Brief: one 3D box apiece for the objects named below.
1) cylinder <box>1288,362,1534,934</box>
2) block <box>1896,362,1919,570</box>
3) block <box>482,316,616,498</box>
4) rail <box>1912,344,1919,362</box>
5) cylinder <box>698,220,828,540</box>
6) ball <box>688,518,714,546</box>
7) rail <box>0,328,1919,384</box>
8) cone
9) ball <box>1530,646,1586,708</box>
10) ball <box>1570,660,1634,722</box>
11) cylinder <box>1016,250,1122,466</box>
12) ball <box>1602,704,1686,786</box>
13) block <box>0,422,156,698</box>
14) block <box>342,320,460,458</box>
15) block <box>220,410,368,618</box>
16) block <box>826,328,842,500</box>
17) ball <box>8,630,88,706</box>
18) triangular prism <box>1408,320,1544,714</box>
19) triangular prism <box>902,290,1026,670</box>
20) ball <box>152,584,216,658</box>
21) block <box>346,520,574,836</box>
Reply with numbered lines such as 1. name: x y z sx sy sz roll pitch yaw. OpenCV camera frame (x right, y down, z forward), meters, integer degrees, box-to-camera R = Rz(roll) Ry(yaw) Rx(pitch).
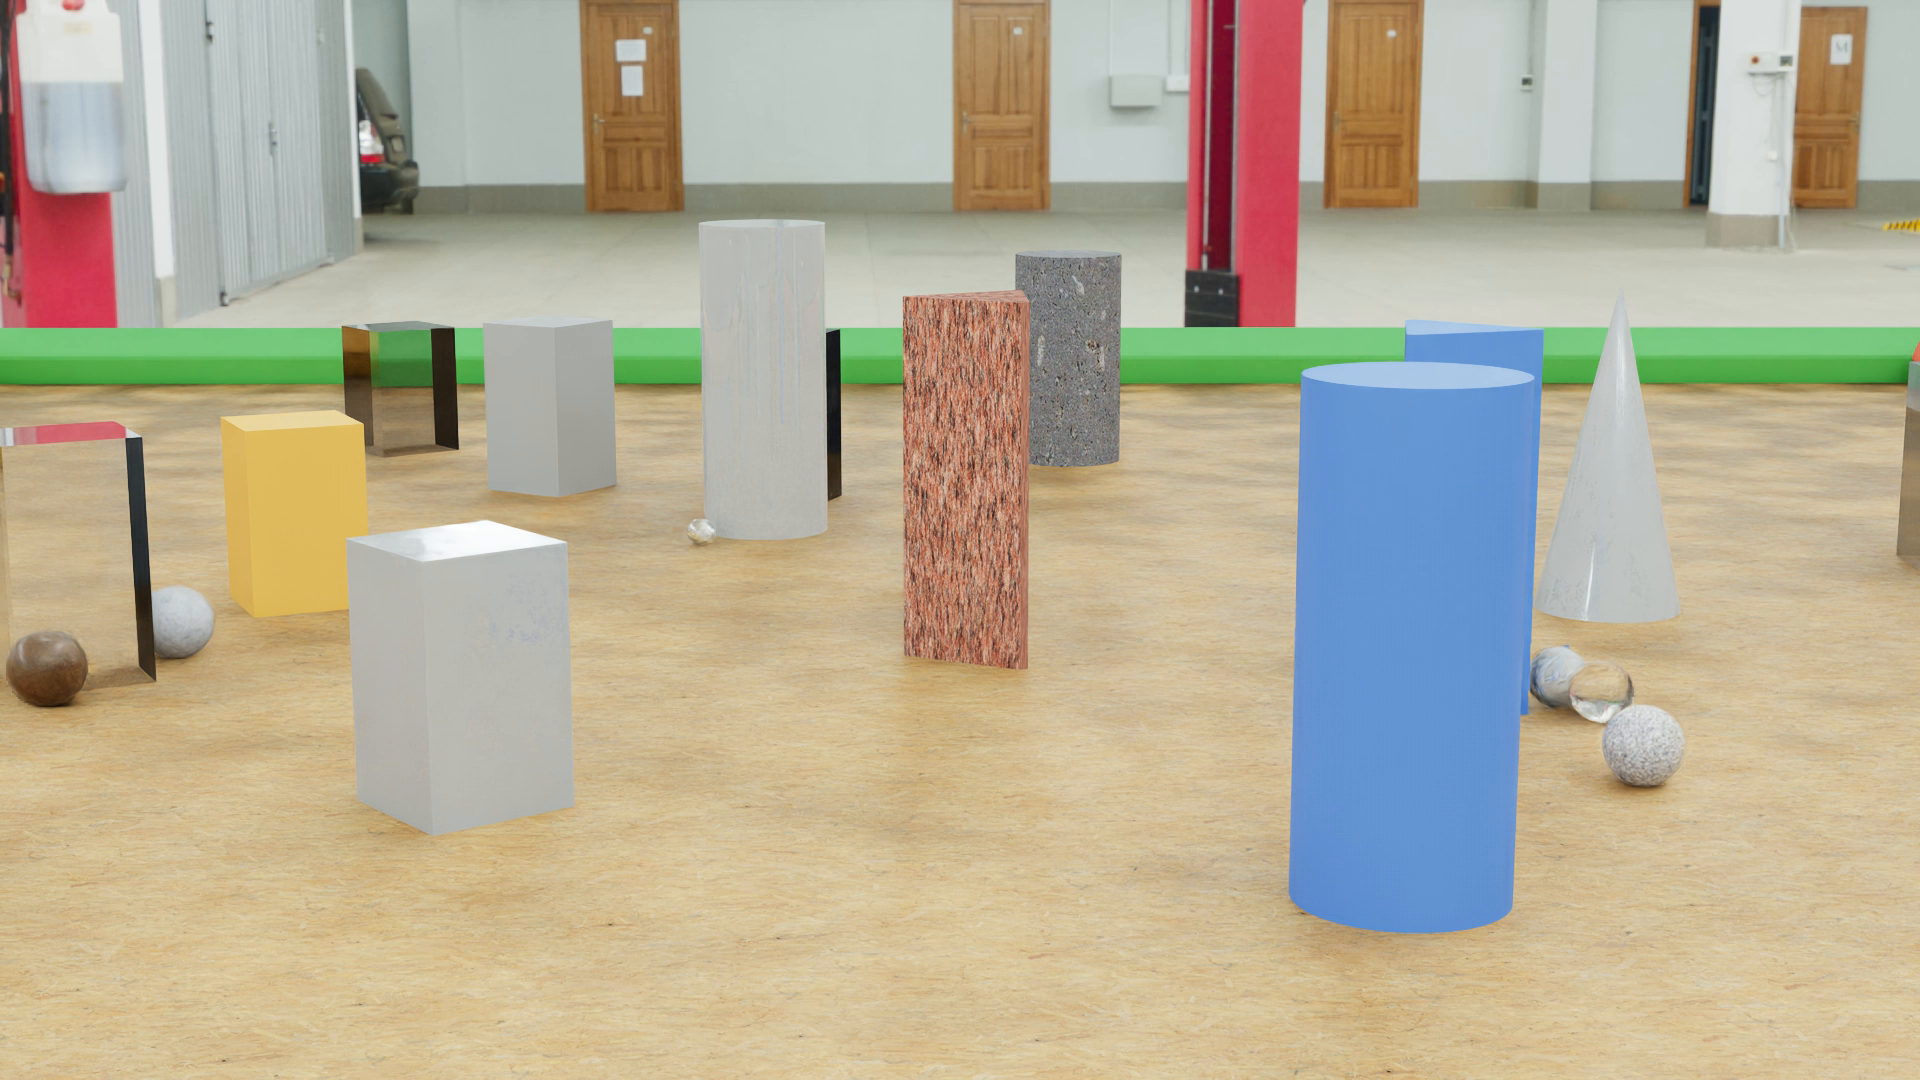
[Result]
1. cylinder: 0.390 0.088 2.233 0.196 0.465 0.196 0 11 0
2. block: 1.480 -0.105 3.747 0.157 0.293 0.157 1 11 4
3. block: -0.711 -0.235 4.454 0.157 0.290 0.157 6 12 30
4. rail: 2.225 0.030 3.461 0.045 0.128 5.040 0 11 0
5. cylinder: -0.308 -0.255 4.033 0.196 0.483 0.196 0 11 0
6. ball: -0.398 -0.012 3.935 0.042 0.042 0.042 0 11 0
7. rail: -0.014 -0.422 5.903 4.497 0.128 0.045 0 11 0
8. cone: 0.878 -0.125 3.446 0.196 0.441 0.196 0 11 0
9. ball: 0.684 0.157 2.934 0.071 0.071 0.071 0 11 0
10. ball: 0.719 0.170 2.875 0.070 0.070 0.070 0 11 0
11. cylinder: 0.200 -0.340 4.767 0.196 0.382 0.196 0 11 0
12. ball: 0.699 0.210 2.622 0.083 0.083 0.083 0 11 0
13. block: -1.066 0.019 3.066 0.157 0.296 0.157 -6 12 -29
14. block: -1.069 -0.290 4.901 0.157 0.236 0.157 -8 13 -38
15. block: -0.907 -0.039 3.502 0.157 0.251 0.157 -5 12 -27
16. block: -0.302 -0.208 4.319 0.157 0.286 0.157 4 11 19
17. ball: -1.048 0.147 2.948 0.087 0.087 0.087 0 11 0
18. triangular prism: 0.542 -0.025 2.916 0.170 0.438 0.147 -4 11 -20
19. triangular prism: 0.039 -0.081 3.192 0.170 0.448 0.147 6 12 28
20. ball: -0.973 0.101 3.187 0.091 0.091 0.091 0 11 0
21. block: -0.494 0.132 2.538 0.157 0.267 0.157 -9 14 -39
